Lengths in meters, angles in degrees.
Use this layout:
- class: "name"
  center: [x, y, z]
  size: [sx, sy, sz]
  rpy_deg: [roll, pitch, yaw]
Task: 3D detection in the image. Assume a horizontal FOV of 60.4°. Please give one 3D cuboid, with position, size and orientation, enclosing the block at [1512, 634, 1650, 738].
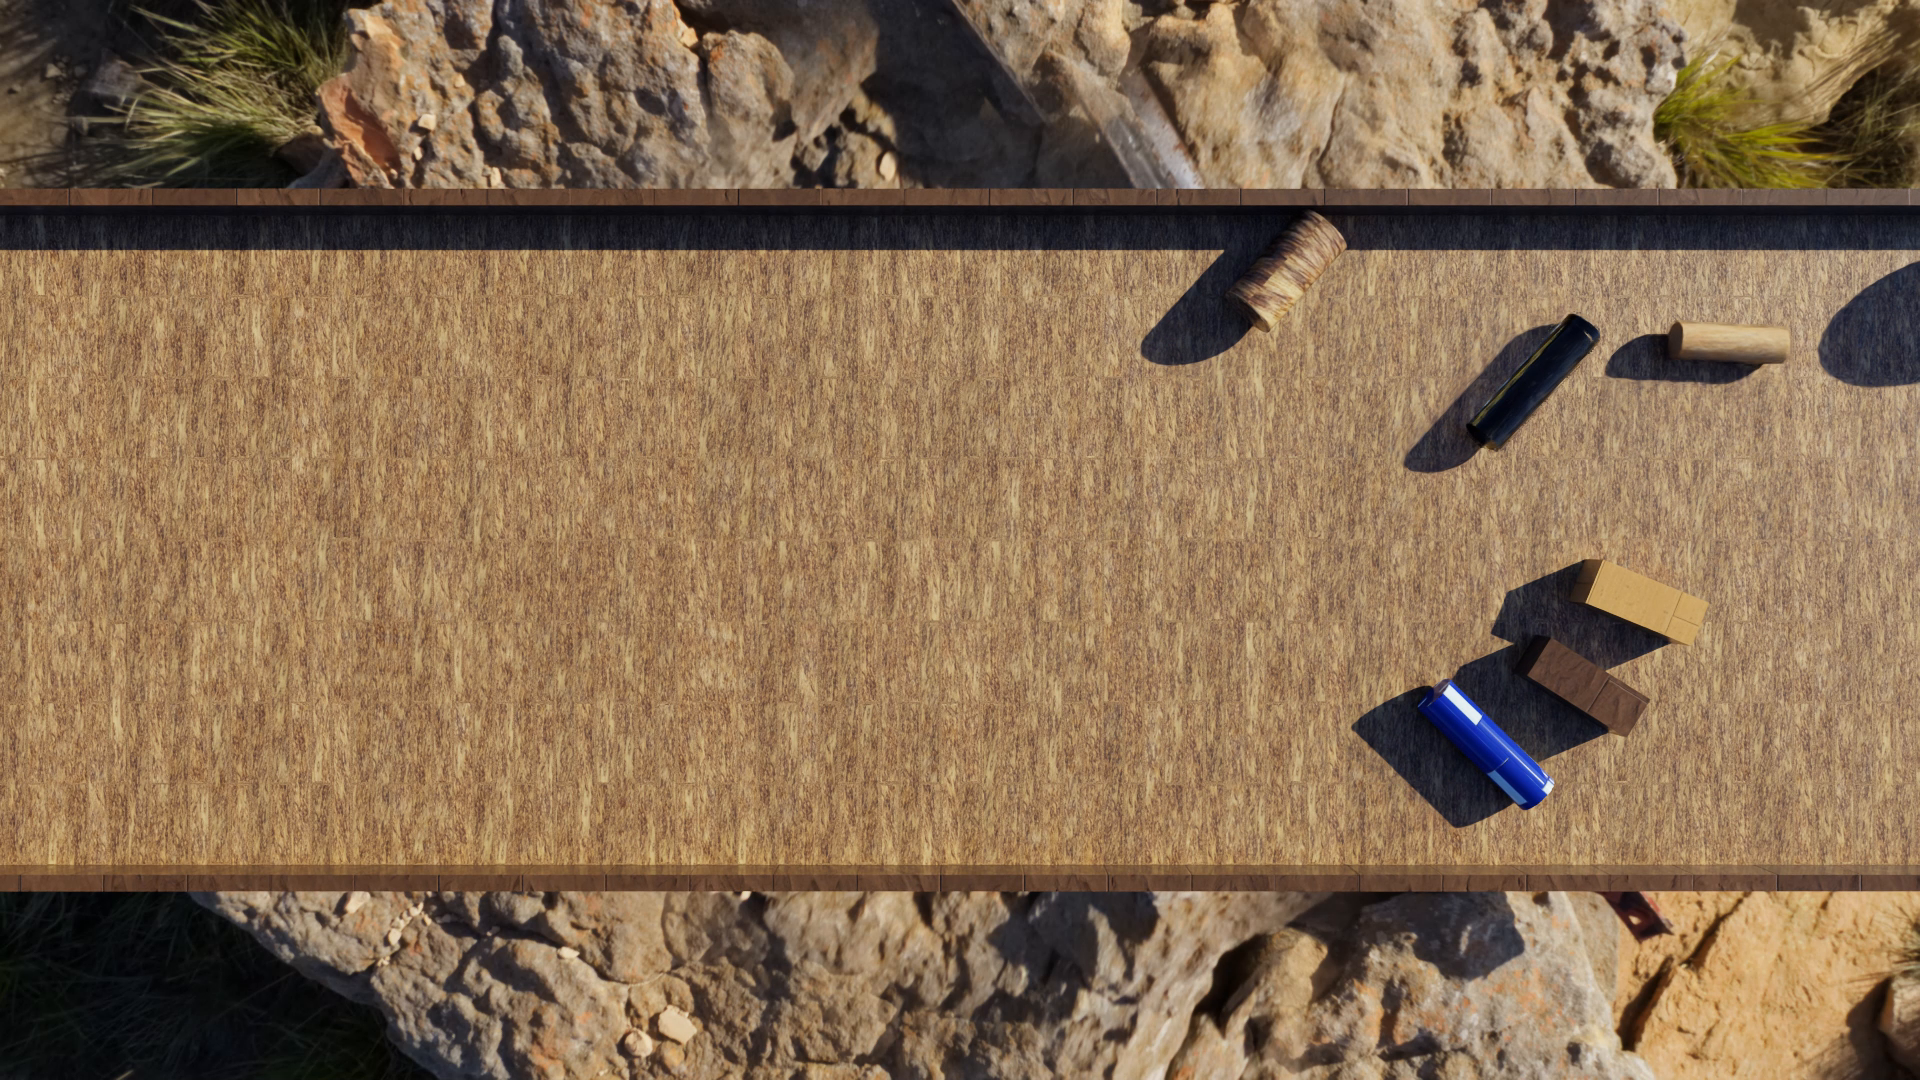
- class: "block"
  center: [1.884, 0.442, 5.009]
  size: [0.351, 0.136, 0.136]
  rpy_deg: [32, 90, 0]

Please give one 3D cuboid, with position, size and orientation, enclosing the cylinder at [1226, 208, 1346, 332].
- class: "cylinder"
  center: [0.985, -0.814, 4.989]
  size: [0.176, 0.176, 0.345]
  rpy_deg: [43, 90, 0]

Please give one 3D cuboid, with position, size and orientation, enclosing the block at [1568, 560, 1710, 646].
- class: "block"
  center: [2.058, 0.188, 5.006]
  size: [0.343, 0.140, 0.140]
  rpy_deg: [22, 90, 0]

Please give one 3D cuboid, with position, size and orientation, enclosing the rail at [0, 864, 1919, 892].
- class: "rail"
  center: [-2.247, 1.025, 5.001]
  size: [12.000, 0.150, 0.050]
  rpy_deg: [0, 90, 0]

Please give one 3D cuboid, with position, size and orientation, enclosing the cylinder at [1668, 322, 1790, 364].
- class: "cylinder"
  center: [2.337, -0.598, 5.020]
  size: [0.321, 0.112, 0.112]
  rpy_deg: [3, 90, 0]

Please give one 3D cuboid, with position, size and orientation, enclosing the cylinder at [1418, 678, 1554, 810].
- class: "cylinder"
  center: [1.597, 0.620, 5.011]
  size: [0.438, 0.132, 0.132]
  rpy_deg: [44, 90, 0]

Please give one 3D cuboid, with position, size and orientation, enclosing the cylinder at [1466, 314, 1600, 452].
- class: "cylinder"
  center: [1.743, -0.478, 5.015]
  size: [0.124, 0.124, 0.456]
  rpy_deg: [43, 90, 0]

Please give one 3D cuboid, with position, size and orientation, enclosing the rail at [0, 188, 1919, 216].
- class: "rail"
  center: [-2.247, -1.025, 5.002]
  size: [12.000, 0.150, 0.050]
  rpy_deg: [0, 90, 0]
